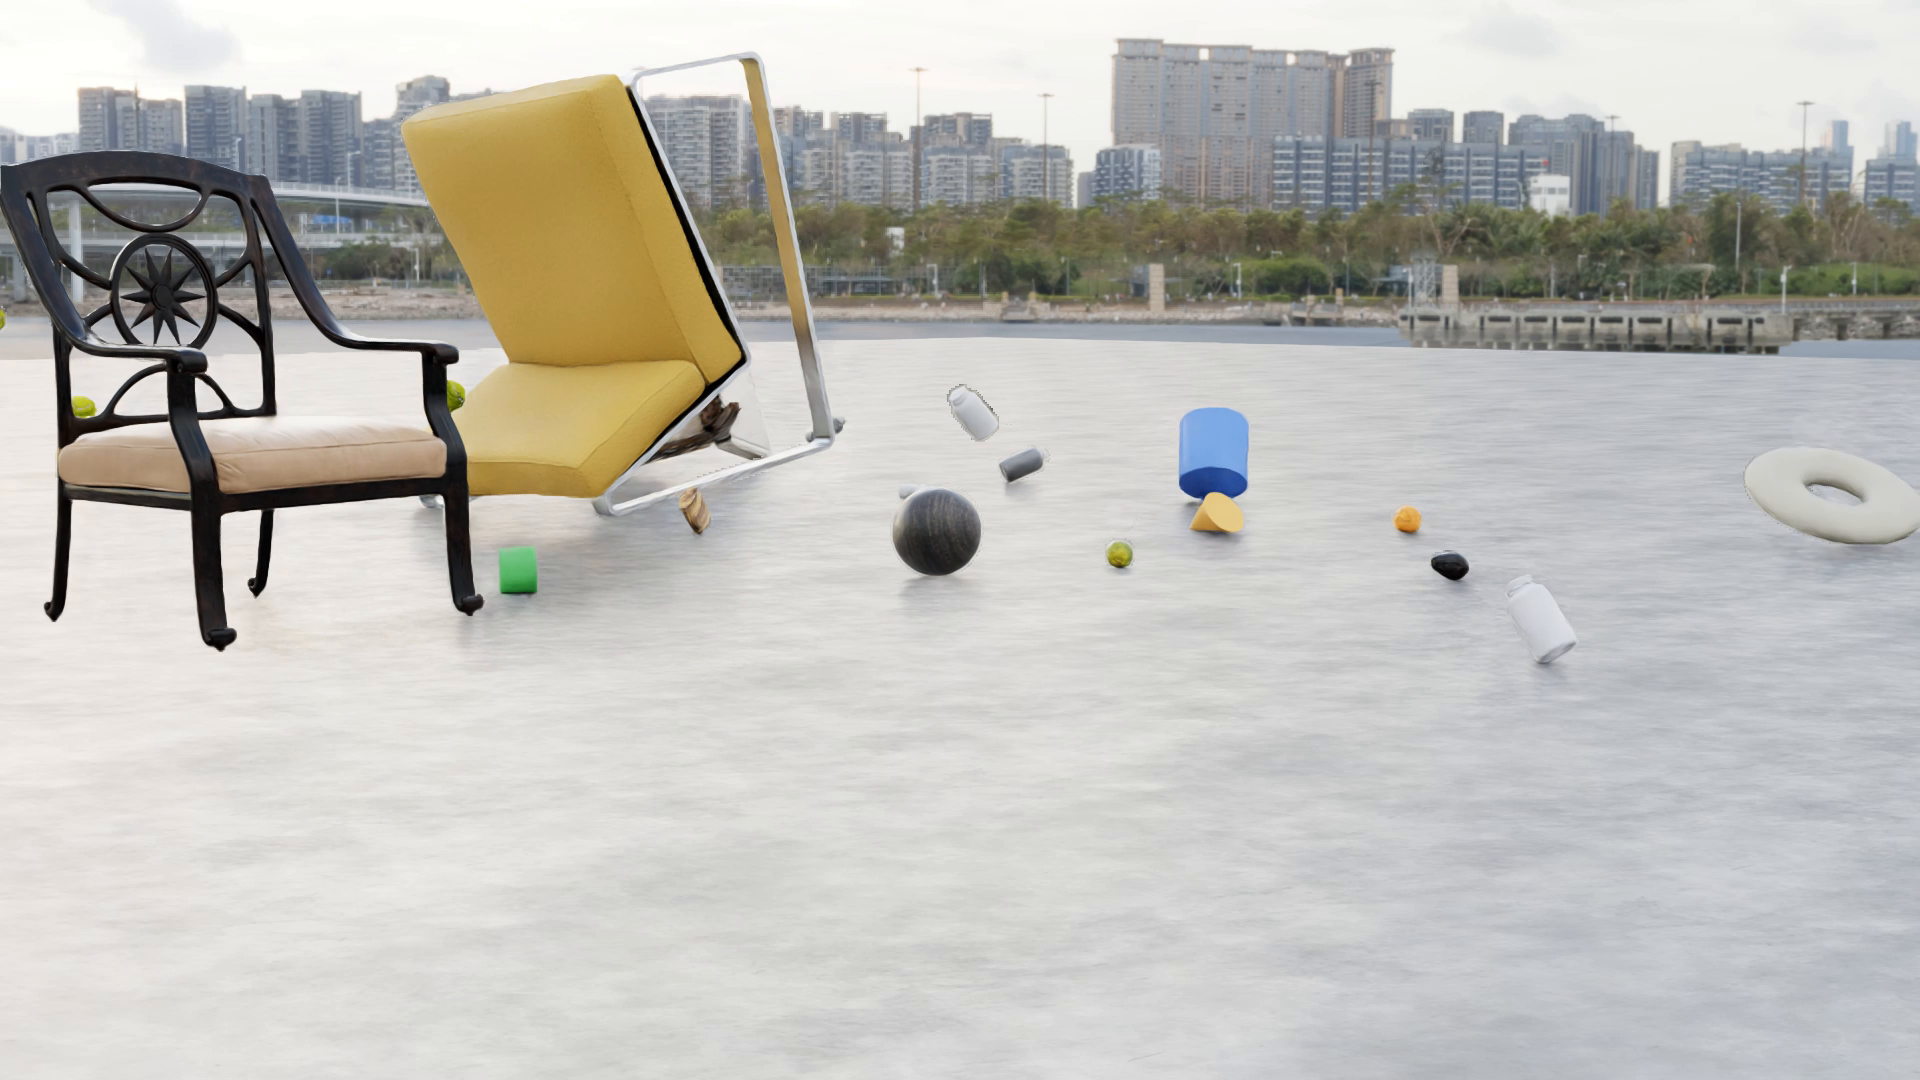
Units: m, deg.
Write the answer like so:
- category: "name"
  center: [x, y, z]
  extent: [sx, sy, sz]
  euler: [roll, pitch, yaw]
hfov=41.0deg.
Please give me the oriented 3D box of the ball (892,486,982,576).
- category: "ball"
  center: [-0.051, -0.019, 5.637]
  extent: [0.197, 0.197, 0.197]
  euler: [0, 6, 0]

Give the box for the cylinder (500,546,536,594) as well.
- category: "cylinder"
  center: [-0.920, 0.063, 5.339]
  extent: [0.073, 0.096, 0.070]
  euler: [-1, -4, -13]

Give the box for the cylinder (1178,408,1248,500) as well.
- category: "cylinder"
  center: [0.741, -0.251, 7.497]
  extent: [0.204, 0.201, 0.196]
  euler: [20, -32, -28]

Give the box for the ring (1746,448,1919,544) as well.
- category: "ring"
  center: [2.166, -0.112, 6.356]
  extent: [0.451, 0.073, 0.417]
  euler: [-5, 34, -21]

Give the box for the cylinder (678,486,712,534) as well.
- category: "cylinder"
  center: [-0.673, -0.076, 6.513]
  extent: [0.044, 0.095, 0.081]
  euler: [-3, 47, 25]

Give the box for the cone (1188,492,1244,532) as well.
- category: "cone"
  center: [0.634, -0.050, 6.609]
  extent: [0.128, 0.089, 0.169]
  euler: [37, -29, -14]
